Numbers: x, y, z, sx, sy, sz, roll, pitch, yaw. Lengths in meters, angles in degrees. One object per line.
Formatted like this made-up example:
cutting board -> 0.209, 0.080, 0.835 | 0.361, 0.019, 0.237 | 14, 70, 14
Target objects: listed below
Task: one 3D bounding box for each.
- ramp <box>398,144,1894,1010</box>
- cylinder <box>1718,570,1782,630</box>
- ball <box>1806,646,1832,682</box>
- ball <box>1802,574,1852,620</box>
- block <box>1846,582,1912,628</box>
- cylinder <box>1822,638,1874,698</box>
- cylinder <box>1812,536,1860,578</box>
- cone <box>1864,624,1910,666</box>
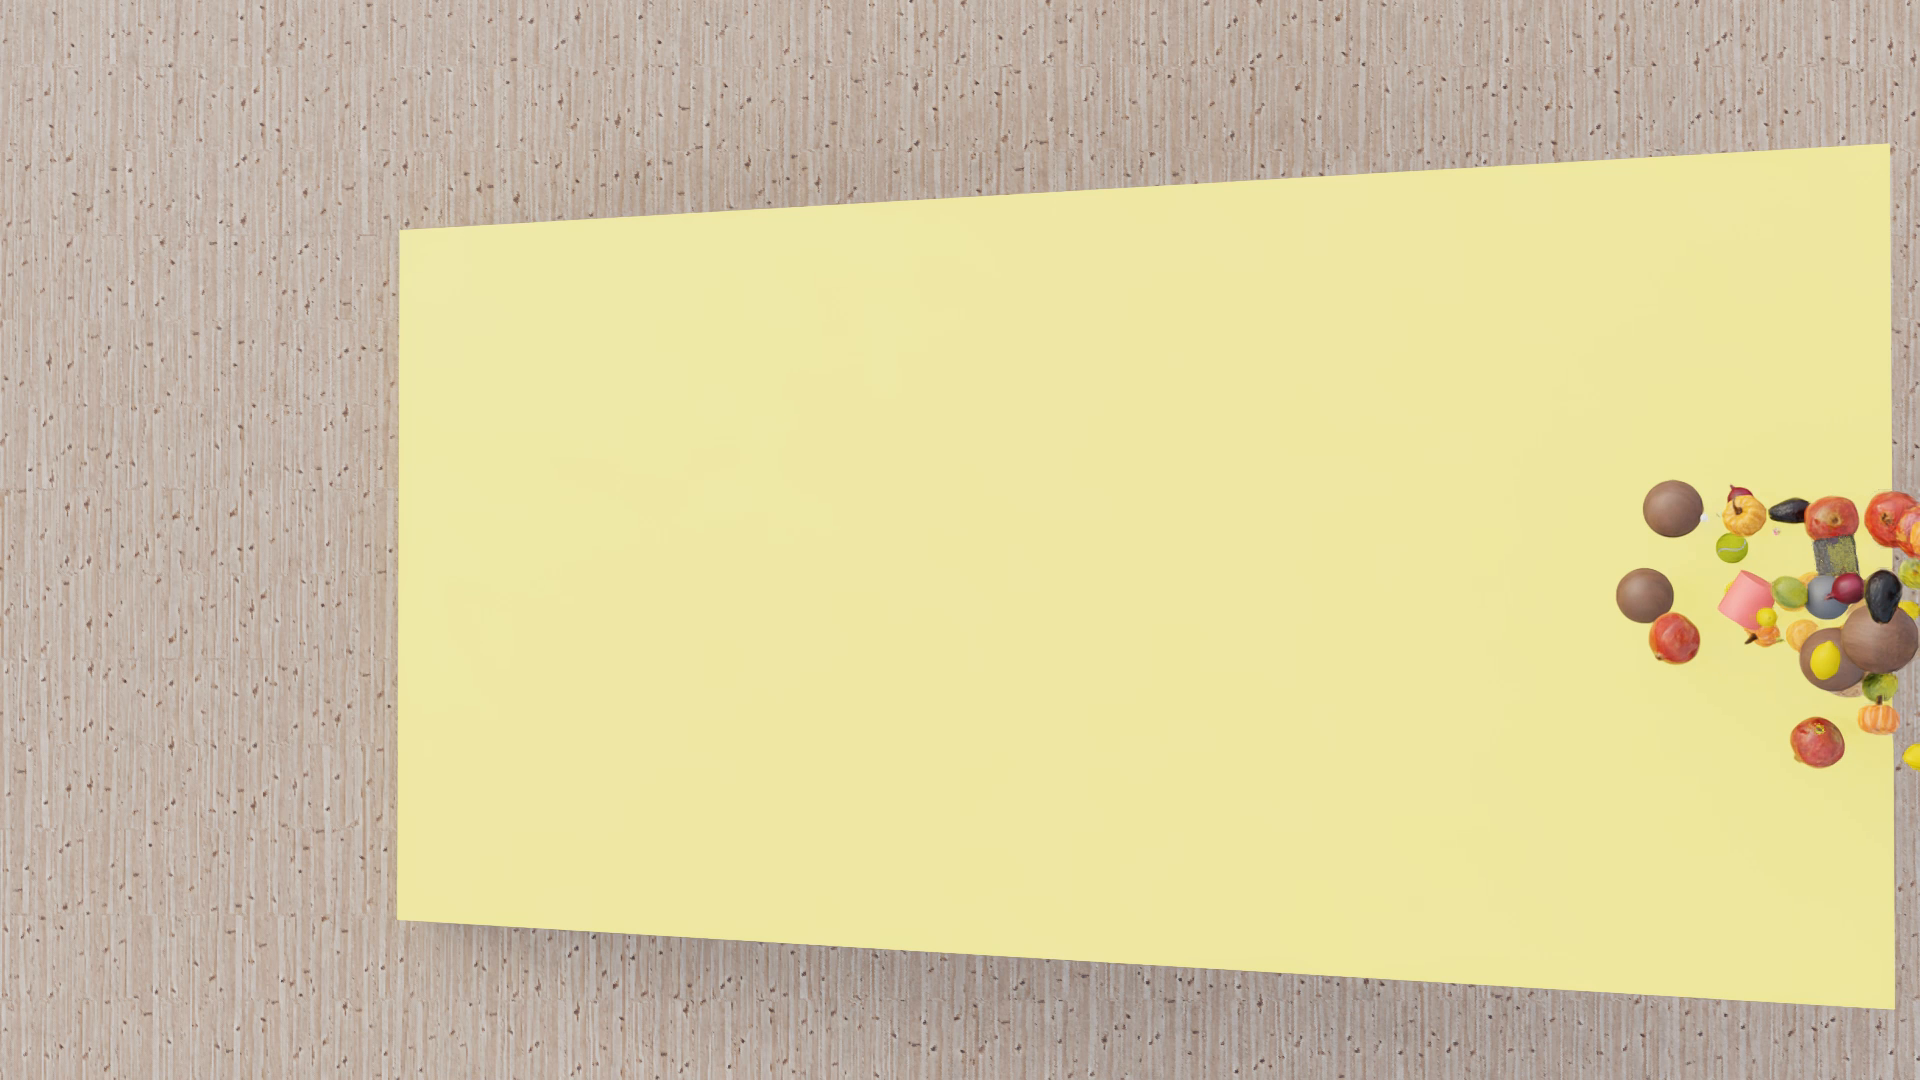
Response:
ramp -> 0.279, 0.091, 5.777 | 4.000, 0.100, 2.000 | 0, 89, 19
cylinder -> 1.636, 0.125, 4.560 | 0.092, 0.092, 0.092 | 27, 108, 0
ball -> 1.871, 0.269, 4.748 | 0.081, 0.081, 0.081 | 0, 89, 0
ball -> 1.651, 0.109, 4.188 | 0.086, 0.086, 0.086 | 0, 89, 0
block -> 1.986, 0.155, 4.753 | 0.079, 0.079, 0.079 | 26, 104, -14
cylinder -> 1.871, 0.270, 4.627 | 0.089, 0.089, 0.089 | 33, 55, 0
cylinder -> 1.829, 0.037, 4.589 | 0.083, 0.083, 0.083 | -7, 84, 0
cone -> 1.848, 0.230, 4.402 | 0.088, 0.088, 0.088 | 40, 46, 1
